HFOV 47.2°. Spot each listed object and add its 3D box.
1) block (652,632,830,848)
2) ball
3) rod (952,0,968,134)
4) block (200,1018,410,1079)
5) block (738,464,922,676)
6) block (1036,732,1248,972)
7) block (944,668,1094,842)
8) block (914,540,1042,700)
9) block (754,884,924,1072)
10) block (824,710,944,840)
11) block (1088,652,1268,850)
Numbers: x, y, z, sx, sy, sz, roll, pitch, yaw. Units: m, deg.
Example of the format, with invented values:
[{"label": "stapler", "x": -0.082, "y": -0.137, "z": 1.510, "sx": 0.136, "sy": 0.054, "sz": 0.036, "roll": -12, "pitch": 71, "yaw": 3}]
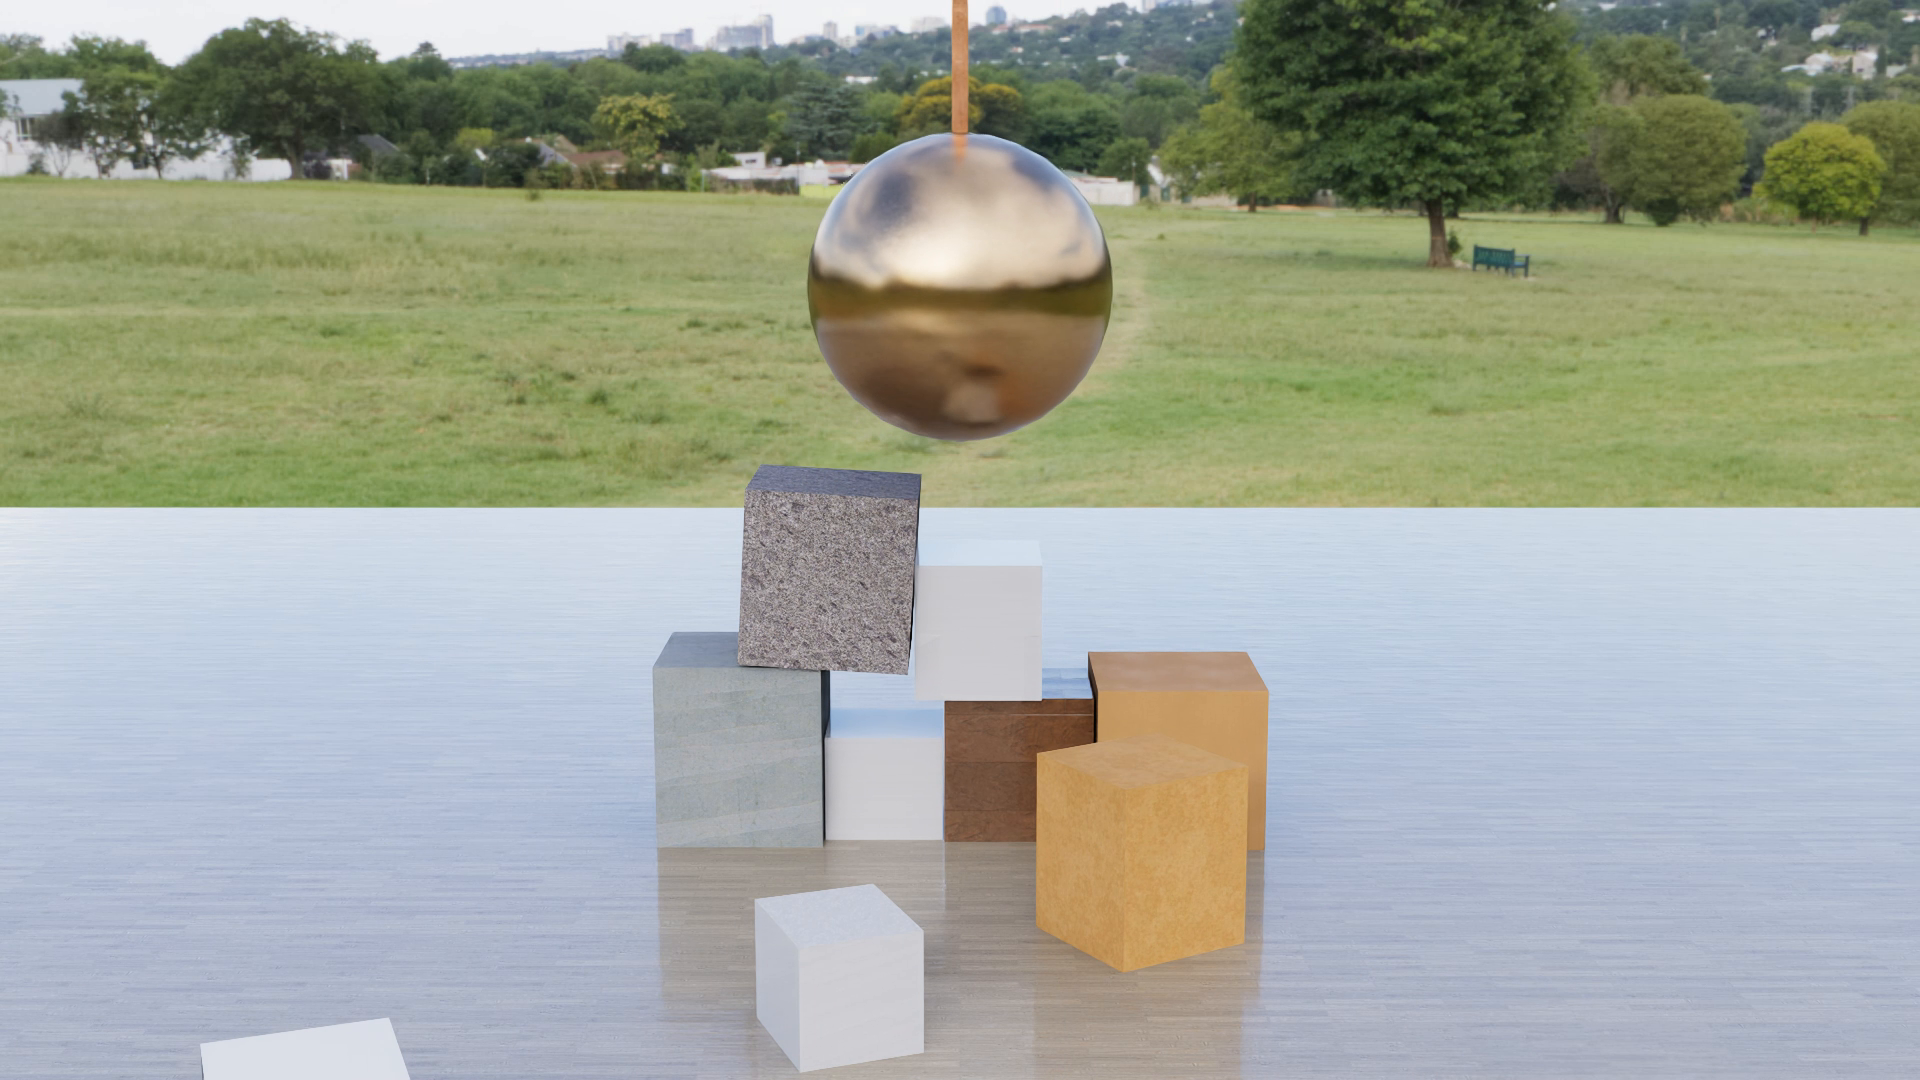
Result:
[{"label": "block", "x": -1.109, "y": 1.017, "z": 11.380, "sx": 0.834, "sy": 0.928, "sz": 0.810, "roll": 0, "pitch": 10, "yaw": 0}, {"label": "ball", "x": 0.000, "y": -1.314, "z": 11.473, "sx": 1.600, "sy": 1.600, "sz": 1.600, "roll": 0, "pitch": 10, "yaw": 0}, {"label": "rod", "x": 0.000, "y": -4.594, "z": 10.575, "sx": 0.080, "sy": 5.200, "sz": 0.080, "roll": 0, "pitch": 15, "yaw": 0}, {"label": "block", "x": -2.097, "y": 1.965, "z": 7.077, "sx": 0.601, "sy": 0.601, "sz": 0.556, "roll": -4, "pitch": 11, "yaw": -21}, {"label": "block", "x": -0.650, "y": 0.135, "z": 11.192, "sx": 0.842, "sy": 0.878, "sz": 0.840, "roll": 3, "pitch": 10, "yaw": 0}, {"label": "block", "x": 0.802, "y": 1.368, "z": 9.774, "sx": 0.665, "sy": 0.811, "sz": 0.665, "roll": -6, "pitch": 12, "yaw": -32}, {"label": "block", "x": 0.297, "y": 1.104, "z": 11.397, "sx": 0.751, "sy": 0.750, "sz": 0.642, "roll": 0, "pitch": 10, "yaw": 0}, {"label": "block", "x": 0.092, "y": 0.401, "z": 11.250, "sx": 0.632, "sy": 0.686, "sz": 0.696, "roll": 0, "pitch": 10, "yaw": 0}, {"label": "block", "x": -0.483, "y": 1.721, "z": 8.704, "sx": 0.505, "sy": 0.500, "sz": 0.583, "roll": -4, "pitch": 11, "yaw": -21}, {"label": "block", "x": -0.385, "y": 1.210, "z": 11.415, "sx": 0.594, "sy": 0.535, "sz": 0.571, "roll": 0, "pitch": 10, "yaw": 0}, {"label": "block", "x": 1.105, "y": 1.074, "z": 11.366, "sx": 0.844, "sy": 0.820, "sz": 0.856, "roll": 0, "pitch": 10, "yaw": 0}]
